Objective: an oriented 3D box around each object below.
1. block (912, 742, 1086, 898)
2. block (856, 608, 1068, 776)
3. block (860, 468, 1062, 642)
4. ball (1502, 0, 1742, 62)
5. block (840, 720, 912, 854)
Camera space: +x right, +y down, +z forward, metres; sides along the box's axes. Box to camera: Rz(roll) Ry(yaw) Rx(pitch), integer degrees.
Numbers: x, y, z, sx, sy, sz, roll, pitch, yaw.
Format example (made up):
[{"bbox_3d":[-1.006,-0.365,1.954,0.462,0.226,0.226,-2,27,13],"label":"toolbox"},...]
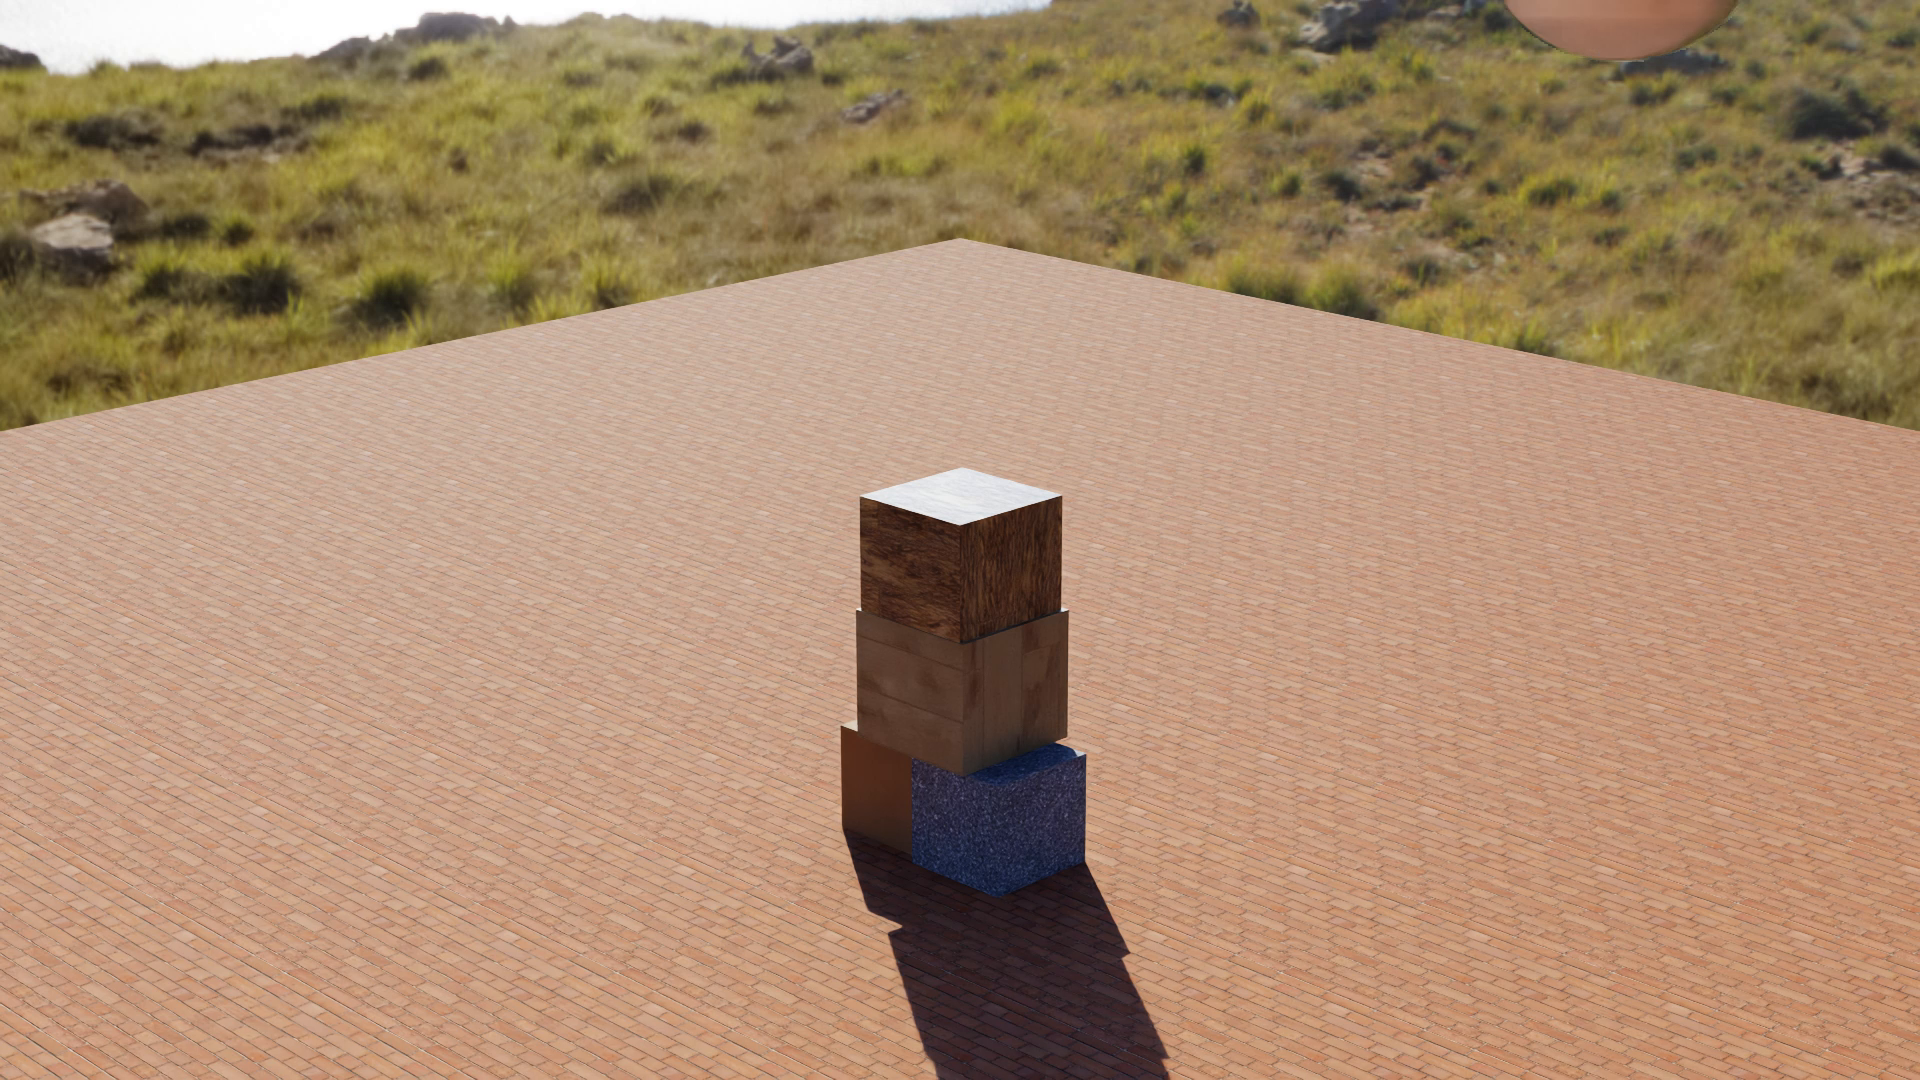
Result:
[{"bbox_3d":[0.179,1.237,13.515,0.582,0.536,0.554,-17,24,-42],"label":"block"},{"bbox_3d":[0.011,0.617,13.547,0.688,0.627,0.694,-17,24,-42],"label":"block"},{"bbox_3d":[0.005,0.059,13.366,0.658,0.548,0.642,-17,24,-42],"label":"block"},{"bbox_3d":[3.645,-3.436,16.083,1.600,1.600,1.600,0,17,0],"label":"ball"},{"bbox_3d":[-0.202,1.125,13.901,0.489,0.518,0.534,-17,24,-42],"label":"block"}]
